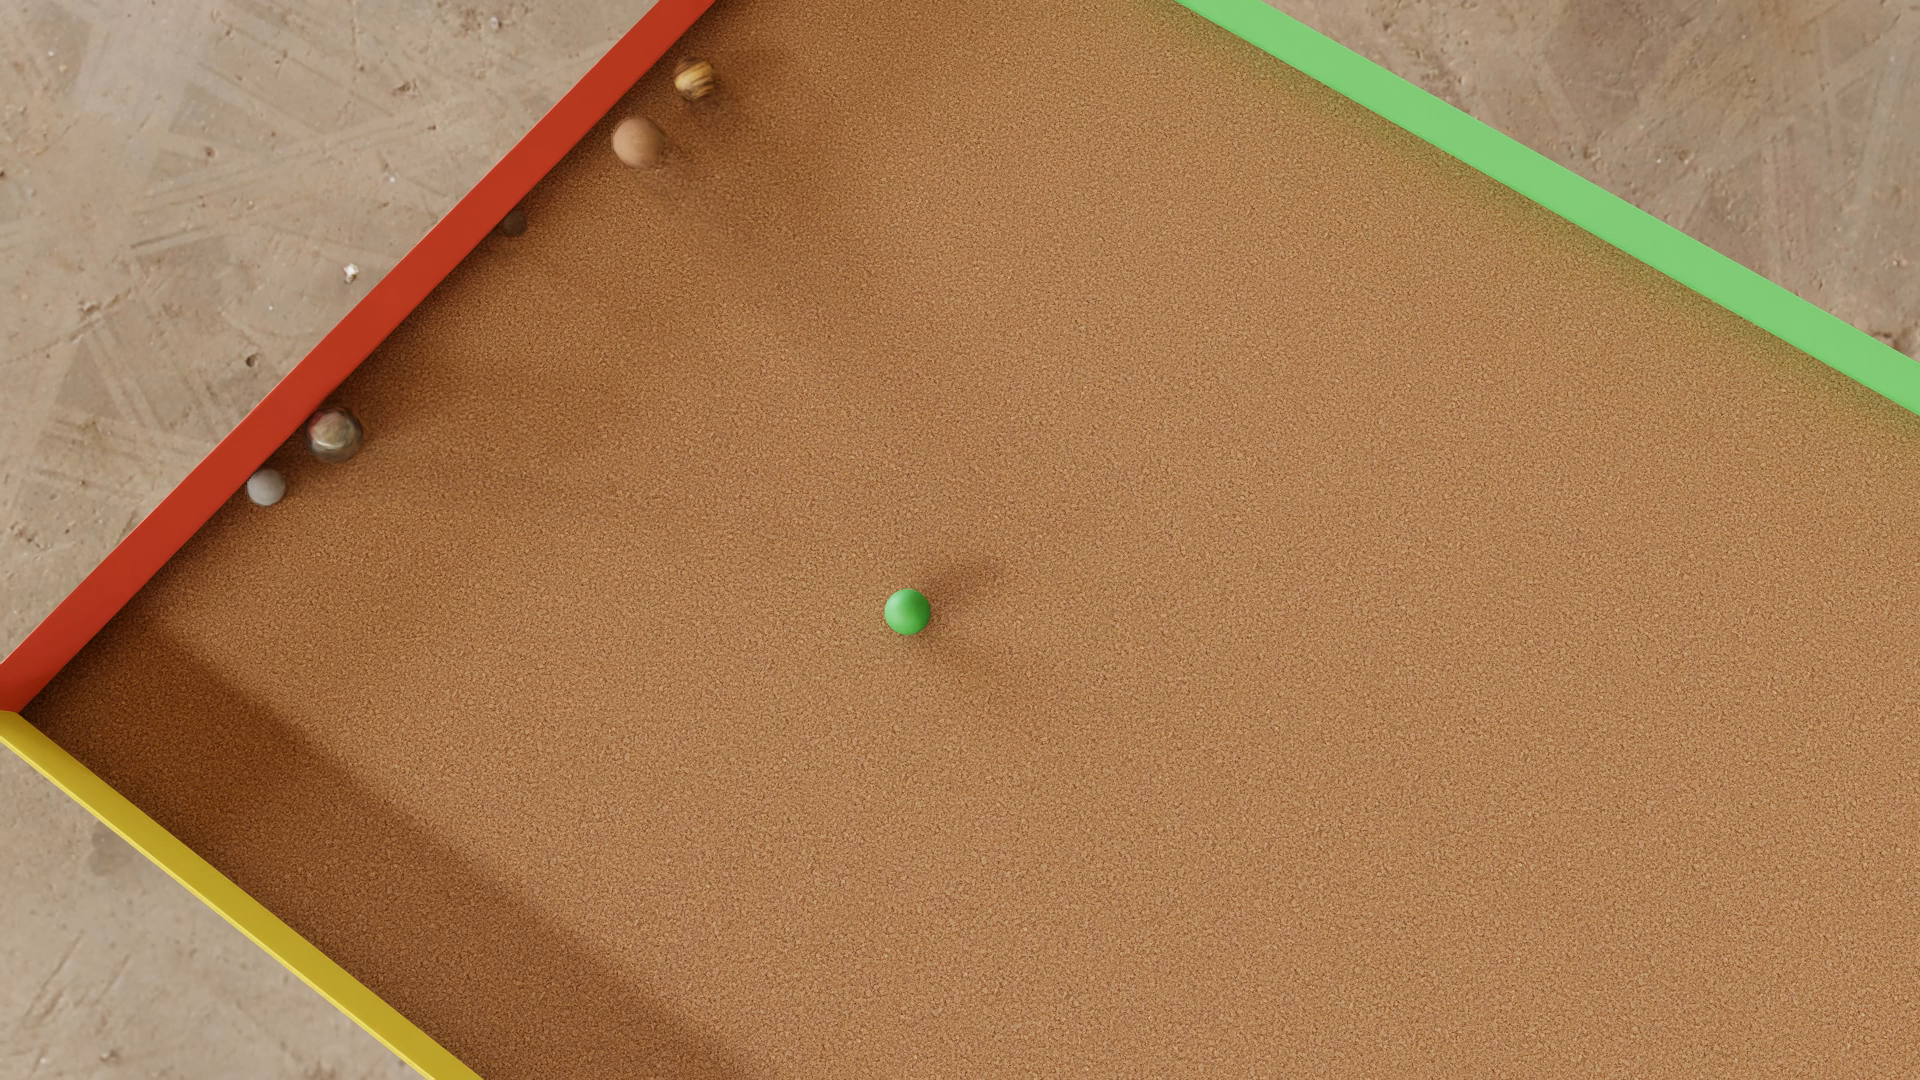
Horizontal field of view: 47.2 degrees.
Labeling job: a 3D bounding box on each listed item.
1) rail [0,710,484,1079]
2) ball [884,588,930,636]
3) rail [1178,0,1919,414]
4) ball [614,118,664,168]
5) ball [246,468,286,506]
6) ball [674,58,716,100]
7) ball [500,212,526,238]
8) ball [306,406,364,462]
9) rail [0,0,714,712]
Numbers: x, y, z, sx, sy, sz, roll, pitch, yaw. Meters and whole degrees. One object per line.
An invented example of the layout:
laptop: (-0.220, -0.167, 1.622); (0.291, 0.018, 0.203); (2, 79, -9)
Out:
rail: (0.182, 1.377, 2.898); (4.218, 0.120, 0.045); (33, 68, 15)
ball: (-0.084, 0.116, 3.538); (0.074, 0.074, 0.074); (0, 64, 0)
rail: (1.524, -0.285, 3.707); (4.218, 0.120, 0.045); (33, 68, 15)
ball: (-0.575, -0.709, 3.932); (0.089, 0.089, 0.089); (0, 64, 0)
ball: (-1.150, -0.089, 3.645); (0.062, 0.062, 0.062); (0, 64, 0)
ball: (-0.481, -0.838, 4.002); (0.076, 0.076, 0.076); (0, 64, 0)
ball: (-0.789, -0.557, 3.882); (0.045, 0.045, 0.045); (0, 64, 0)
ball: (-1.044, -0.176, 3.670); (0.092, 0.092, 0.092); (0, 64, 0)
rail: (-0.834, -0.556, 3.839); (0.045, 0.120, 2.332); (33, 68, 15)
